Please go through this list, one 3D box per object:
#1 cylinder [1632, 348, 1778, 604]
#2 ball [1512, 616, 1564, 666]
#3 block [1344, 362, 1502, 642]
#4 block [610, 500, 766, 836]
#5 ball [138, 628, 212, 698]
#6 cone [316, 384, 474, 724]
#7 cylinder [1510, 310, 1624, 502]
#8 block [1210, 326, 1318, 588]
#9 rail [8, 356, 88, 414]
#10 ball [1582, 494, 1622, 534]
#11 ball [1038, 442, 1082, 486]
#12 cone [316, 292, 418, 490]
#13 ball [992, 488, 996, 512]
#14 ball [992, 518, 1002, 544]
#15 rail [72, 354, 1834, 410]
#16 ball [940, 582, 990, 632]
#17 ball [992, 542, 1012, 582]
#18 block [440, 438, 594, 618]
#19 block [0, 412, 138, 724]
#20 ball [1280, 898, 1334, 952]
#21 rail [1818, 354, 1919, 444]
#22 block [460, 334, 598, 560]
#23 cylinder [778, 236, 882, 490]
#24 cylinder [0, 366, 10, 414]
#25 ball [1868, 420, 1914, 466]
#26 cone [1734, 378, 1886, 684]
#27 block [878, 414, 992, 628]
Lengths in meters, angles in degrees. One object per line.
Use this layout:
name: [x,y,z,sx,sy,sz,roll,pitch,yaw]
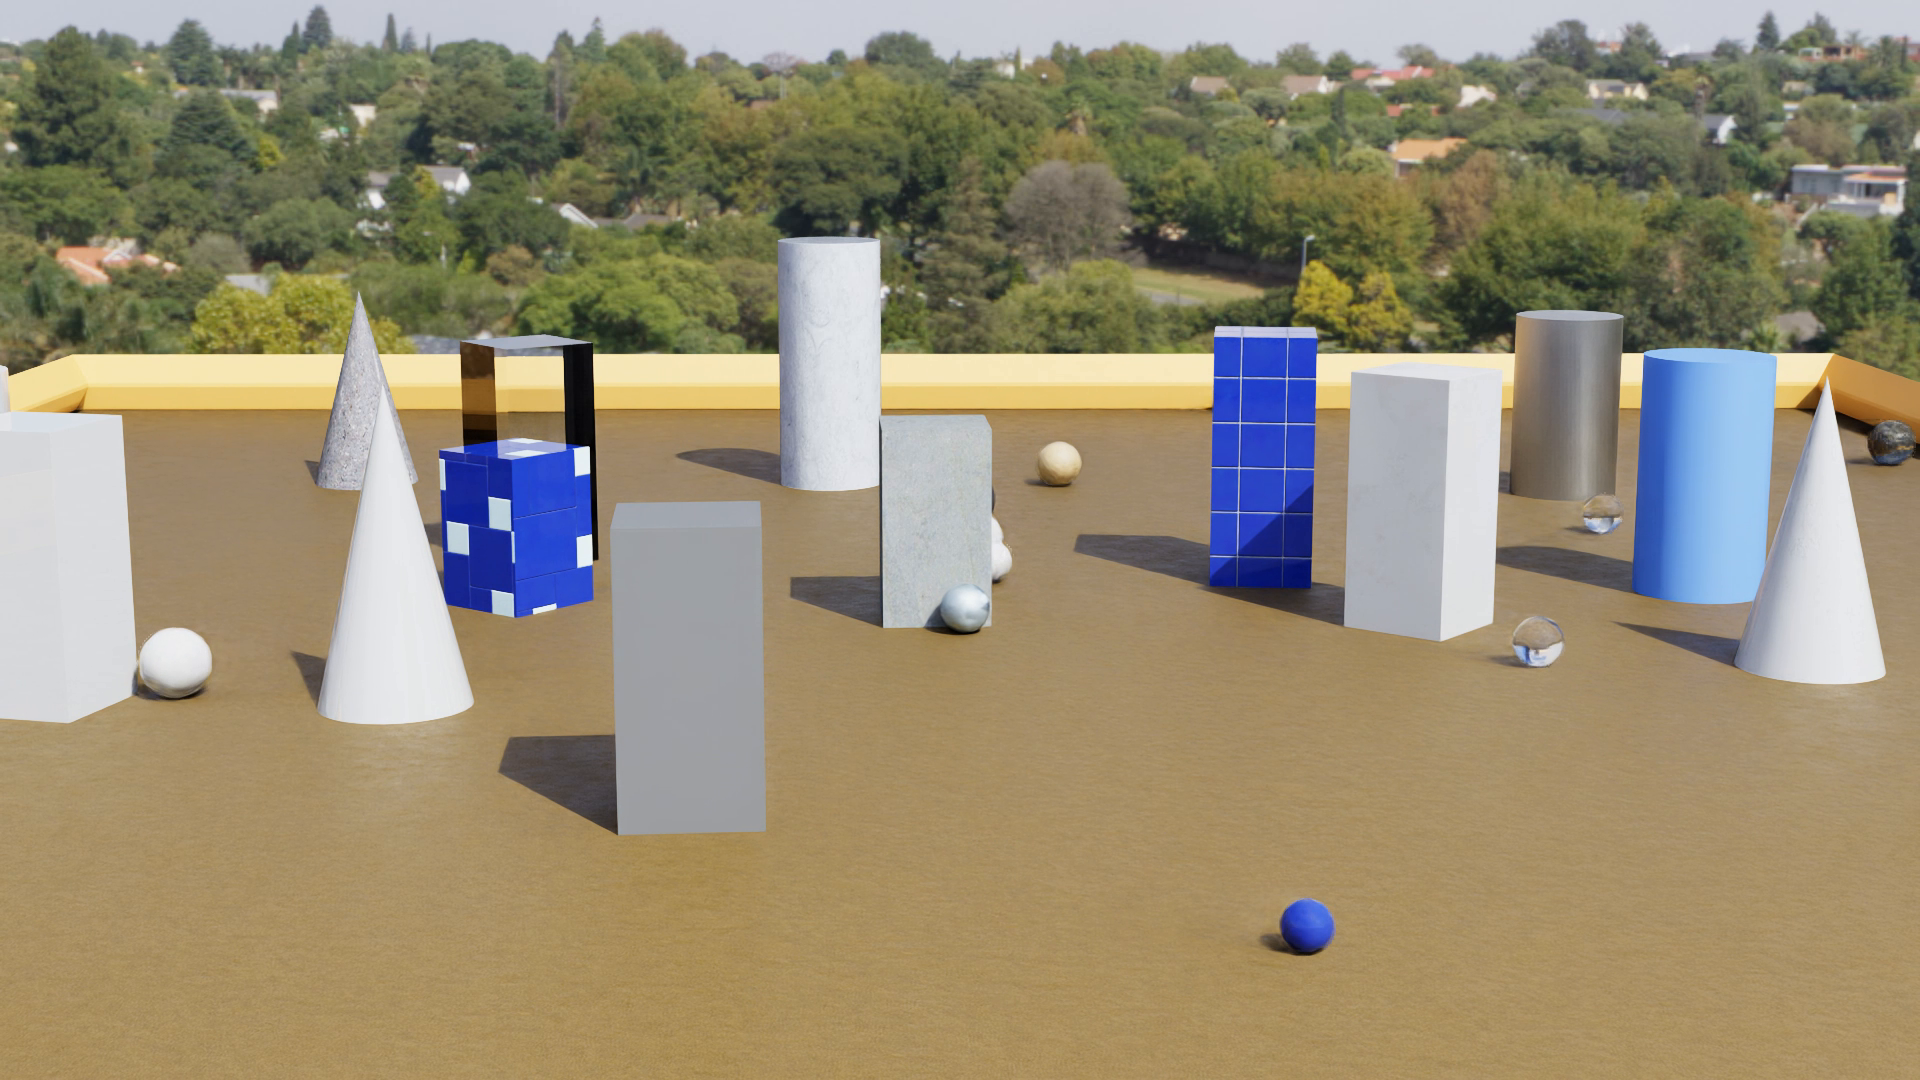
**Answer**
cylinder: [1.019,-0.090,3.516,0.175,0.326,0.175,0,11,0]
ball: [0.699,0.123,3.103,0.061,0.061,0.061,0,11,0]
block: [0.596,-0.053,3.302,0.140,0.332,0.140,9,14,38]
block: [-0.261,0.121,2.480,0.140,0.295,0.140,-1,11,-5]
ball: [-0.902,0.141,2.951,0.081,0.081,0.081,0,11,0]
cone: [-0.642,0.007,2.888,0.175,0.368,0.175,0,11,0]
cylinder: [1.020,-0.228,4.318,0.175,0.300,0.175,0,11,0]
block: [0.425,-0.118,3.605,0.140,0.348,0.140,1,11,6]
rail: [-1.815,0.031,3.440,0.045,0.114,3.892,0,11,0]
ball: [0.994,-0.040,3.968,0.060,0.060,0.060,0,11,0]
ball: [0.171,-0.131,4.409,0.075,0.075,0.075,0,11,0]
cone: [-1.030,-0.264,4.425,0.175,0.332,0.175,0,11,0]
ball: [0.014,-0.063,4.022,0.084,0.084,0.084,0,11,0]
ball: [0.026,-0.004,3.743,0.073,0.073,0.073,0,11,0]
rail: [-0.011,-0.327,5.339,3.677,0.114,0.045,0,11,0]
ball: [0.007,0.087,3.284,0.064,0.064,0.064,0,11,0]
ball: [0.044,0.030,3.600,0.058,0.058,0.058,0,11,0]
block: [-0.596,-0.019,3.452,0.140,0.210,0.140,8,13,37]
block: [-1.038,0.027,2.895,0.140,0.325,0.140,3,11,14]
ball: [0.286,0.317,2.115,0.044,0.044,0.044,0,11,0]
rail: [1.815,0.027,3.461,0.045,0.114,3.892,0,11,0]
block: [-0.628,-0.130,3.743,0.140,0.320,0.140,-8,14,-38]
cylinder: [-0.223,-0.305,4.410,0.175,0.418,0.175,0,11,0]
cylinder: [-1.214,-0.021,3.054,0.175,0.361,0.175,0,11,0]
ball: [1.680,-0.175,4.630,0.080,0.080,0.080,0,11,0]
cone: [1.028,-0.021,3.072,0.175,0.354,0.175,0,11,0]
block: [-0.034,-0.027,3.364,0.140,0.257,0.140,-1,11,-3]
